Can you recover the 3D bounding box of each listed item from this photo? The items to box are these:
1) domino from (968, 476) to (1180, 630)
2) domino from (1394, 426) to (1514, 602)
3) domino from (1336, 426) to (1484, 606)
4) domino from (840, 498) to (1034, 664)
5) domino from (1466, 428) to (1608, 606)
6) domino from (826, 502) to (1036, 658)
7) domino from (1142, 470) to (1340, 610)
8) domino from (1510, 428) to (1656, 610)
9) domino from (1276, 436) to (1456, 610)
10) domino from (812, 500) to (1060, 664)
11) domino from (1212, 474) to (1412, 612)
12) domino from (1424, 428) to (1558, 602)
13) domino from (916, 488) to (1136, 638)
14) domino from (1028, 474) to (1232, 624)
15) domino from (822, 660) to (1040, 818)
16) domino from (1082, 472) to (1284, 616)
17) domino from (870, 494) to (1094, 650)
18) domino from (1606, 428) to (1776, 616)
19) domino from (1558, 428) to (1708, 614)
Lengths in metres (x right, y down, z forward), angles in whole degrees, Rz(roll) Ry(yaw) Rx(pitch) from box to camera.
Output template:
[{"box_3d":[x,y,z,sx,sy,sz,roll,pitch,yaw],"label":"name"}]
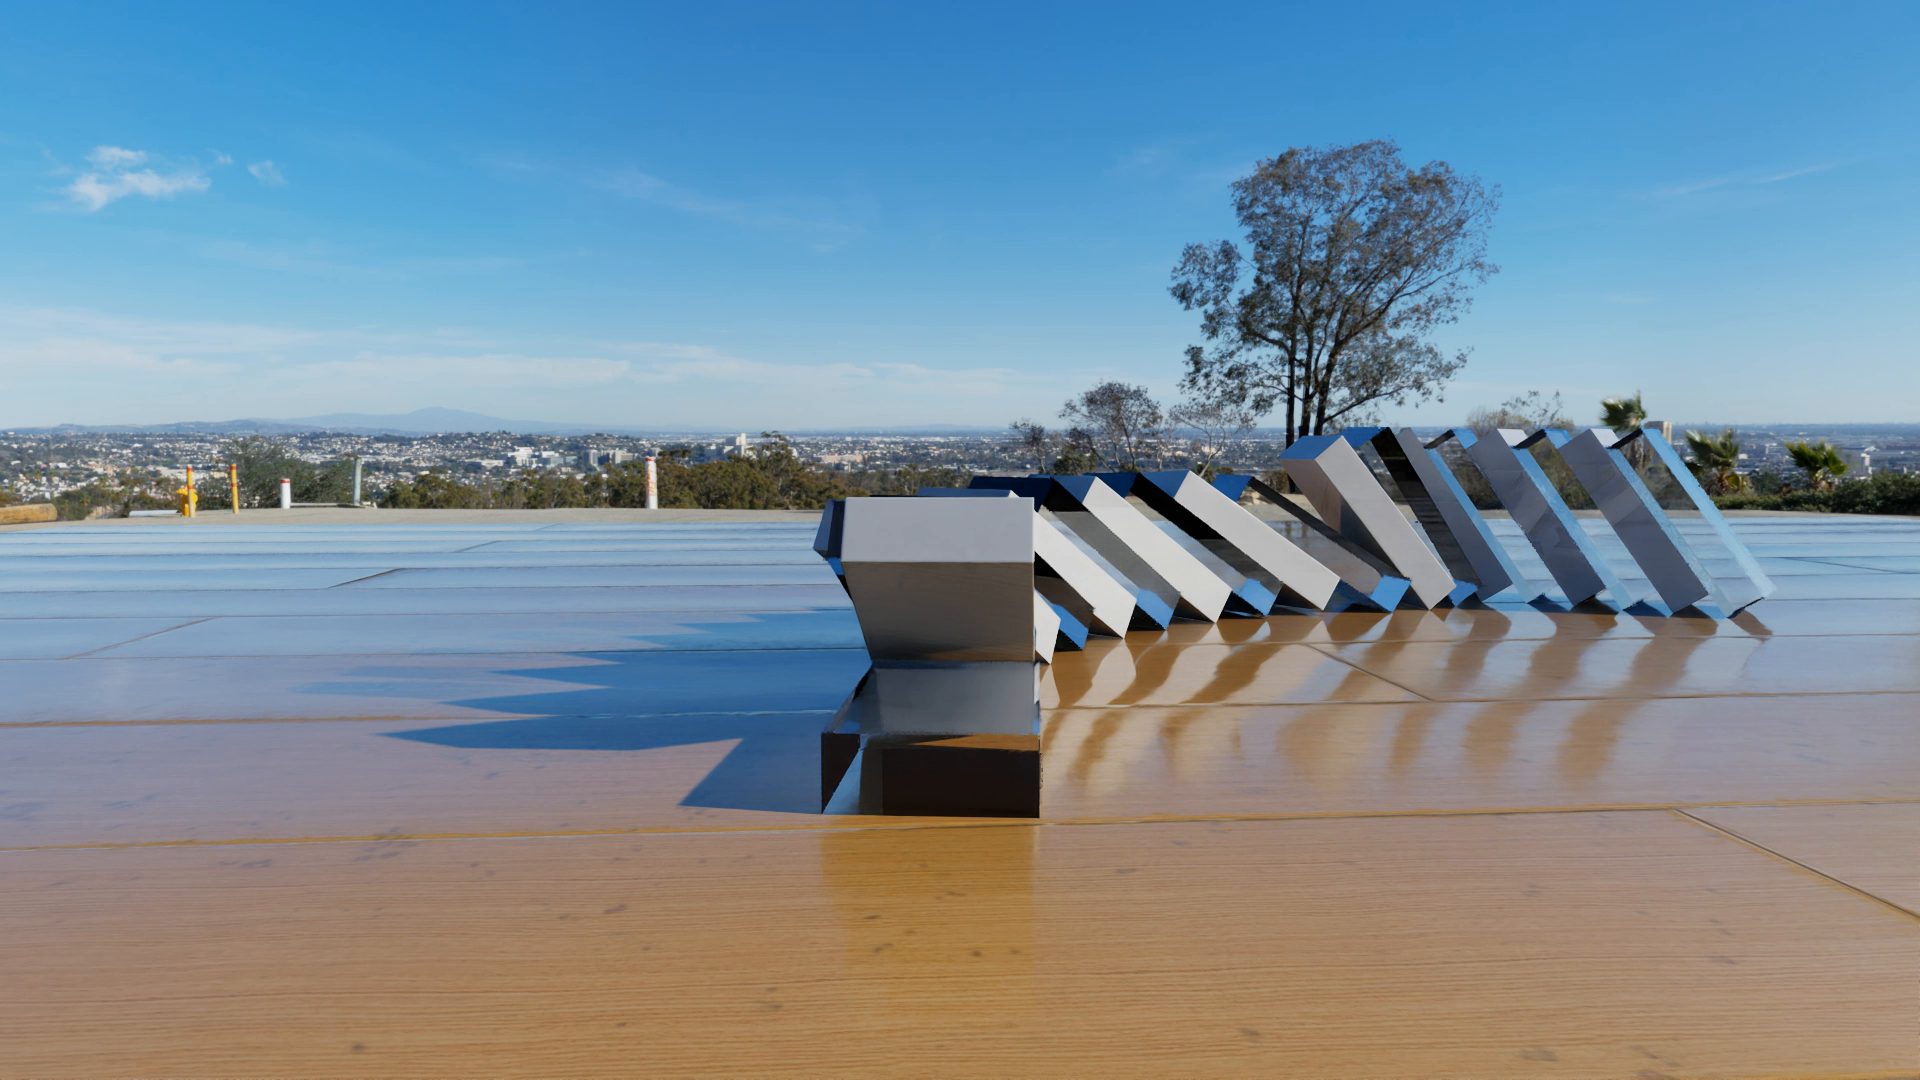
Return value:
[{"box_3d":[0.025,0.003,0.290,0.025,0.009,0.050,5,-27,49],"label":"domino"},{"box_3d":[0.134,-0.008,0.358,0.009,0.050,0.025,-33,-4,14],"label":"domino"},{"box_3d":[0.119,-0.007,0.347,0.009,0.050,0.025,-34,8,-4],"label":"domino"},{"box_3d":[-0.002,0.010,0.190,0.025,0.010,0.050,0,-27,4],"label":"domino"},{"box_3d":[0.160,-0.007,0.351,0.009,0.050,0.025,-39,-20,33],"label":"domino"},{"box_3d":[-0.003,0.010,0.212,0.025,0.009,0.050,0,-27,11],"label":"domino"},{"box_3d":[0.068,0.000,0.324,0.050,0.009,0.025,33,-9,-17],"label":"domino"},{"box_3d":[0.169,-0.006,0.343,0.009,0.050,0.025,-39,-20,33],"label":"domino"},{"box_3d":[0.106,-0.005,0.337,0.010,0.050,0.025,-40,8,-3],"label":"domino"},{"box_3d":[-0.003,0.008,0.235,0.025,0.010,0.050,2,-25,28],"label":"domino"},{"box_3d":[0.089,0.000,0.332,0.050,0.010,0.025,32,-1,-9],"label":"domino"},{"box_3d":[0.150,-0.008,0.357,0.010,0.050,0.025,-38,-17,30],"label":"domino"},{"box_3d":[0.014,0.005,0.274,0.025,0.009,0.050,4,-25,42],"label":"domino"},{"box_3d":[0.039,0.002,0.304,0.050,0.010,0.025,36,-16,-29],"label":"domino"},{"box_3d":[-0.002,0.025,0.171,0.025,0.009,0.050,0,4,3],"label":"domino"},{"box_3d":[0.053,0.001,0.315,0.050,0.010,0.025,34,-12,-23],"label":"domino"},{"box_3d":[0.004,0.007,0.255,0.025,0.009,0.050,3,-24,34],"label":"domino"},{"box_3d":[0.188,-0.005,0.329,0.010,0.050,0.025,-39,-20,33],"label":"domino"},{"box_3d":[0.178,-0.006,0.336,0.010,0.050,0.025,-39,-20,33],"label":"domino"}]
